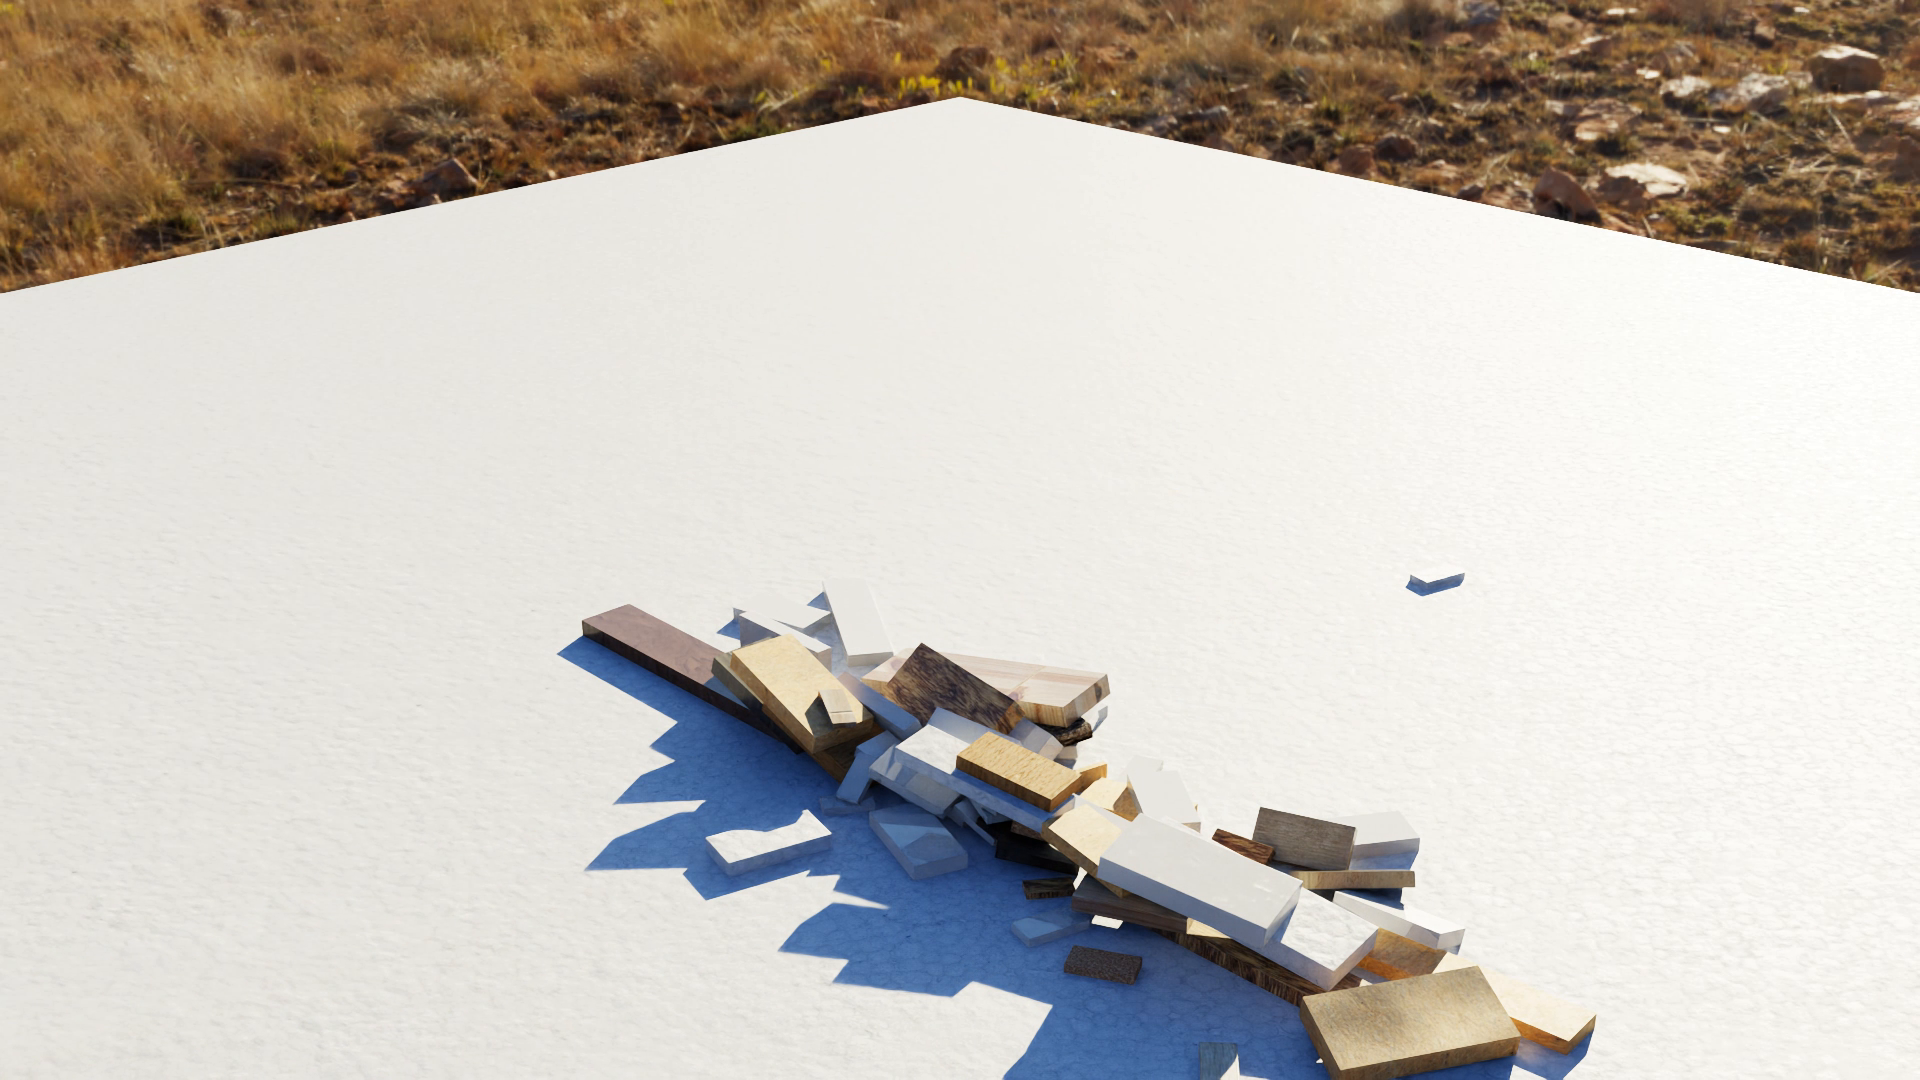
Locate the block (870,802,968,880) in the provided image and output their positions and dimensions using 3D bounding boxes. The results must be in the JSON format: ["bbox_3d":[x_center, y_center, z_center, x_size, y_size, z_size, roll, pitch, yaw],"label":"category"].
[{"bbox_3d":[-0.083,0.589,4.330,0.113,0.032,0.227,-10,25,-22],"label":"block"}]

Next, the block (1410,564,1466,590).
[{"bbox_3d":[1.199,0.091,5.523,0.126,0.018,0.063,-13,26,-28],"label":"block"}]

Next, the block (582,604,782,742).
[{"bbox_3d":[-0.591,0.295,5.016,0.137,0.039,0.745,-20,30,-39],"label":"block"}]

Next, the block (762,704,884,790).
[{"bbox_3d":[-0.261,0.407,4.636,0.153,0.043,0.306,-21,47,-40],"label":"block"}]

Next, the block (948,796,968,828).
[{"bbox_3d":[-0.026,0.506,4.472,0.185,0.026,0.093,36,40,30],"label":"block"}]

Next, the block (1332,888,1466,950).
[{"bbox_3d":[0.805,0.694,4.039,0.217,0.031,0.108,18,8,36],"label":"block"}]

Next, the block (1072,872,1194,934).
[{"bbox_3d":[0.329,0.666,4.071,0.221,0.031,0.110,9,24,20],"label":"block"}]

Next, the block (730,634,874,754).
[{"bbox_3d":[-0.336,0.321,4.655,0.153,0.043,0.306,-17,45,-37],"label":"block"}]

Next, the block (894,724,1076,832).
[{"bbox_3d":[0.047,0.467,4.320,0.359,0.031,0.111,23,33,29],"label":"block"}]

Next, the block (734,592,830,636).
[{"bbox_3d":[-0.429,0.182,5.293,0.213,0.030,0.107,15,27,31],"label":"block"}]

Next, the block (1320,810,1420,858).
[{"bbox_3d":[0.784,0.585,4.342,0.217,0.031,0.108,-5,23,-11],"label":"block"}]

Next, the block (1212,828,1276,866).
[{"bbox_3d":[0.542,0.608,4.266,0.126,0.018,0.063,16,60,33],"label":"block"}]

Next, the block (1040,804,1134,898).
[{"bbox_3d":[0.270,0.585,4.145,0.113,0.032,0.227,-18,36,-36],"label":"block"}]

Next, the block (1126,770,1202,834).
[{"bbox_3d":[0.406,0.527,4.400,0.105,0.030,0.210,-3,23,-7],"label":"block"}]

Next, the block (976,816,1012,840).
[{"bbox_3d":[0.096,0.575,4.343,0.118,0.017,0.059,33,39,28],"label":"block"}]

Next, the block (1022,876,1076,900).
[{"bbox_3d":[0.169,0.662,4.183,0.095,0.013,0.047,-3,23,-8],"label":"block"}]

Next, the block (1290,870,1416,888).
[{"bbox_3d":[0.739,0.640,4.149,0.217,0.031,0.108,-1,-7,-1],"label":"block"}]

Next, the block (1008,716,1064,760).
[{"bbox_3d":[0.049,0.419,4.587,0.167,0.047,0.335,-51,41,-9],"label":"block"}]

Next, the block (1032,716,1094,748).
[{"bbox_3d":[0.188,0.386,4.666,0.107,0.030,0.213,-17,21,-17],"label":"block"}]

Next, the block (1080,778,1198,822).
[{"bbox_3d":[0.356,0.542,4.442,0.221,0.031,0.110,13,26,28],"label":"block"}]

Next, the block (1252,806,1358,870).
[{"bbox_3d":[0.665,0.586,4.266,0.192,0.096,0.027,10,-17,22],"label":"block"}]

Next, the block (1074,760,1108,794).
[{"bbox_3d":[0.262,0.492,4.541,0.095,0.047,0.013,-14,27,-30],"label":"block"}]

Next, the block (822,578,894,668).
[{"bbox_3d":[-0.247,0.193,5.268,0.107,0.030,0.432,-4,23,-10],"label":"block"}]

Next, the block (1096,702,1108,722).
[{"bbox_3d":[0.214,0.397,4.791,0.096,0.027,0.228,19,29,37],"label":"block"}]

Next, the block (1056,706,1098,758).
[{"bbox_3d":[0.225,0.408,4.676,0.096,0.027,0.192,-2,21,19],"label":"block"}]

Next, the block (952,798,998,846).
[{"bbox_3d":[0.047,0.558,4.382,0.059,0.017,0.118,-21,47,-41],"label":"block"}]

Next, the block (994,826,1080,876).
[{"bbox_3d":[0.153,0.604,4.269,0.164,0.023,0.082,12,24,1],"label":"block"}]

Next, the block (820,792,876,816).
[{"bbox_3d":[-0.229,0.536,4.477,0.106,0.015,0.053,-5,23,-11],"label":"block"}]

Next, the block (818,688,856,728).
[{"bbox_3d":[-0.256,0.352,4.588,0.053,0.015,0.106,-2,38,-22],"label":"block"}]

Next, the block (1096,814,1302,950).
[{"bbox_3d":[0.430,0.610,3.953,0.328,0.046,0.164,21,33,24],"label":"block"}]

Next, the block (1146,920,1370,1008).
[{"bbox_3d":[0.529,0.746,3.963,0.110,0.031,0.515,-21,31,-40],"label":"block"}]

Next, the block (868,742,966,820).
[{"bbox_3d":[-0.082,0.485,4.437,0.185,0.026,0.093,27,44,23],"label":"block"}]

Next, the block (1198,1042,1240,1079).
[{"bbox_3d":[0.432,0.882,3.660,0.063,0.018,0.126,1,23,3],"label":"block"}]

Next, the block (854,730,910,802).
[{"bbox_3d":[-0.120,0.473,4.533,0.185,0.026,0.093,38,41,26],"label":"block"}]

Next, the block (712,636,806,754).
[{"bbox_3d":[-0.385,0.335,4.771,0.153,0.043,0.306,-20,47,-39],"label":"block"}]

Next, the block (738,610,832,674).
[{"bbox_3d":[-0.394,0.267,4.956,0.039,0.137,0.274,-21,31,-40],"label":"block"}]

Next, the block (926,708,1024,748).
[{"bbox_3d":[0.015,0.423,4.471,0.210,0.030,0.105,20,67,33],"label":"block"}]

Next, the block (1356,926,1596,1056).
[{"bbox_3d":[0.722,0.728,4.007,0.887,0.030,0.105,19,29,37],"label":"block"}]

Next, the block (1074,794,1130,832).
[{"bbox_3d":[0.184,0.530,4.296,0.304,0.032,0.113,24,34,30],"label":"block"}]

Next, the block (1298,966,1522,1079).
[{"bbox_3d":[0.759,0.821,3.716,0.328,0.046,0.164,-7,37,-14],"label":"block"}]

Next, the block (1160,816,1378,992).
[{"bbox_3d":[0.515,0.653,3.988,0.459,0.046,0.164,25,35,30],"label":"block"}]

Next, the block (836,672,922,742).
[{"bbox_3d":[-0.157,0.388,4.667,0.039,0.137,0.275,-39,38,-19],"label":"block"}]

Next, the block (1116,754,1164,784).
[{"bbox_3d":[0.374,0.490,4.583,0.064,0.018,0.128,9,25,21],"label":"block"}]

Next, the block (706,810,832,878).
[{"bbox_3d":[-0.376,0.595,4.319,0.221,0.031,0.111,-13,26,-27],"label":"block"}]

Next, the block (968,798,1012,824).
[{"bbox_3d":[0.061,0.525,4.376,0.059,0.017,0.118,-7,24,-18],"label":"block"}]

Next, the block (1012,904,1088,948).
[{"bbox_3d":[0.166,0.712,4.060,0.128,0.018,0.064,-12,26,-27],"label":"block"}]

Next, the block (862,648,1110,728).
[{"bbox_3d":[0.051,0.319,4.811,0.556,0.047,0.167,5,25,38],"label":"block"}]

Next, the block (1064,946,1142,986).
[{"bbox_3d":[0.257,0.762,3.942,0.128,0.018,0.064,7,24,17],"label":"block"}]

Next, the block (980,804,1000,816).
[{"bbox_3d":[0.090,0.515,4.356,0.095,0.013,0.047,-20,36,-38],"label":"block"}]

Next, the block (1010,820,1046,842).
[{"bbox_3d":[0.160,0.545,4.354,0.082,0.023,0.164,14,20,11],"label":"block"}]

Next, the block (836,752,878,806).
[{"bbox_3d":[-0.206,0.486,4.485,0.053,0.015,0.106,14,60,28],"label":"block"}]

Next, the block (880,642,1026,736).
[{"bbox_3d":[-0.026,0.352,4.632,0.167,0.047,0.335,-51,41,-9],"label":"block"}]

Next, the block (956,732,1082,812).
[{"bbox_3d":[0.114,0.452,4.295,0.221,0.031,0.111,23,33,28],"label":"block"}]
